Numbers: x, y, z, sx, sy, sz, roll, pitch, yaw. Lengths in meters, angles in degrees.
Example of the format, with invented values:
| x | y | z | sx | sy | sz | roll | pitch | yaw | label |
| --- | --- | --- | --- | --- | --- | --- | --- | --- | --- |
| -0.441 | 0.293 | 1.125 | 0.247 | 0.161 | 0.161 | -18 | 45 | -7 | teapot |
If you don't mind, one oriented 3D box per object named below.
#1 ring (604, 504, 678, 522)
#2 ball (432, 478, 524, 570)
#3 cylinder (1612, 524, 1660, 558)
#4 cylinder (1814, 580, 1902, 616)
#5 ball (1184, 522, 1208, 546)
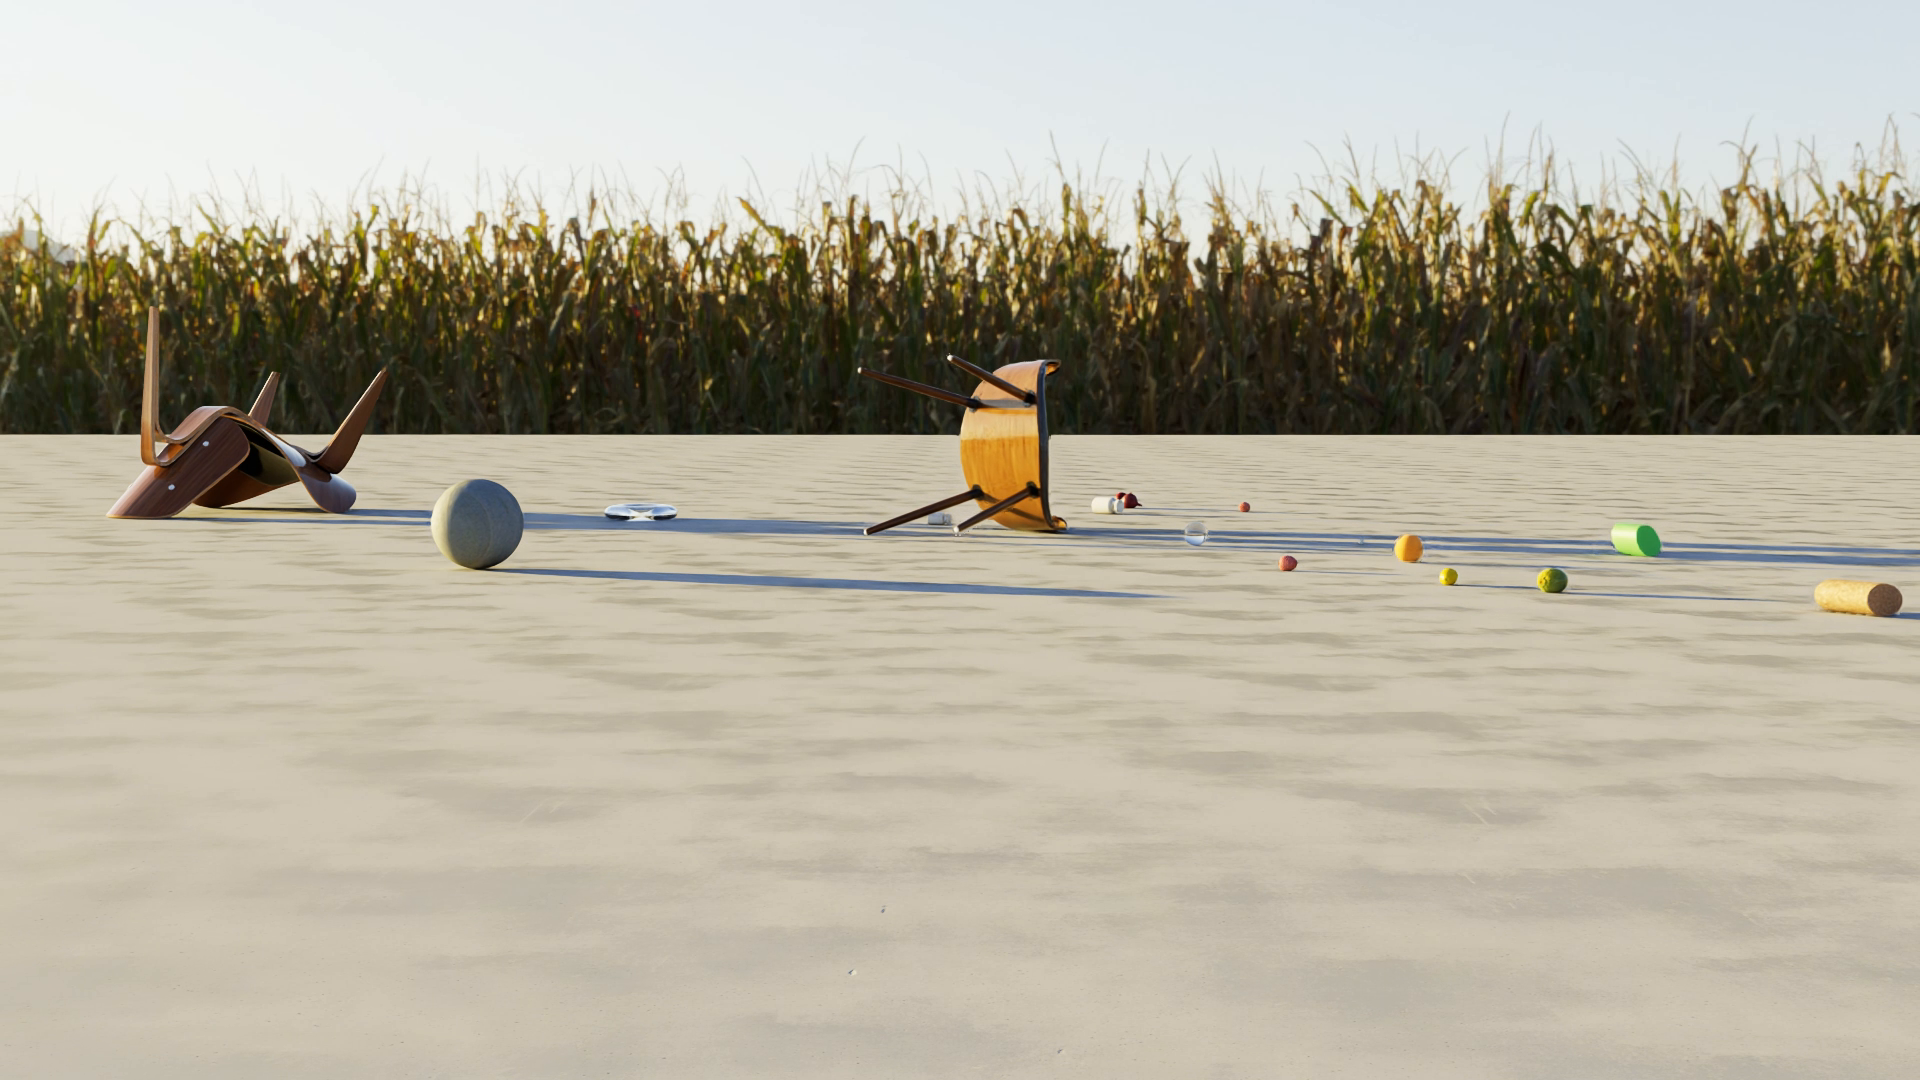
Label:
| x | y | z | sx | sy | sz | roll | pitch | yaw | label |
| --- | --- | --- | --- | --- | --- | --- | --- | --- | --- |
| -1.097 | -0.095 | 7.566 | 0.250 | 0.051 | 0.256 | 2 | 5 | 20 | ring |
| -1.202 | -0.040 | 5.483 | 0.226 | 0.226 | 0.226 | 0 | 4 | 0 | ball |
| 1.817 | 0.000 | 5.909 | 0.105 | 0.072 | 0.087 | 44 | -17 | -24 | cylinder |
| 1.795 | 0.115 | 4.393 | 0.106 | 0.065 | 0.125 | 5 | 1 | -29 | cylinder |
| 0.675 | -0.018 | 6.301 | 0.069 | 0.069 | 0.069 | 0 | 4 | 0 | ball |
